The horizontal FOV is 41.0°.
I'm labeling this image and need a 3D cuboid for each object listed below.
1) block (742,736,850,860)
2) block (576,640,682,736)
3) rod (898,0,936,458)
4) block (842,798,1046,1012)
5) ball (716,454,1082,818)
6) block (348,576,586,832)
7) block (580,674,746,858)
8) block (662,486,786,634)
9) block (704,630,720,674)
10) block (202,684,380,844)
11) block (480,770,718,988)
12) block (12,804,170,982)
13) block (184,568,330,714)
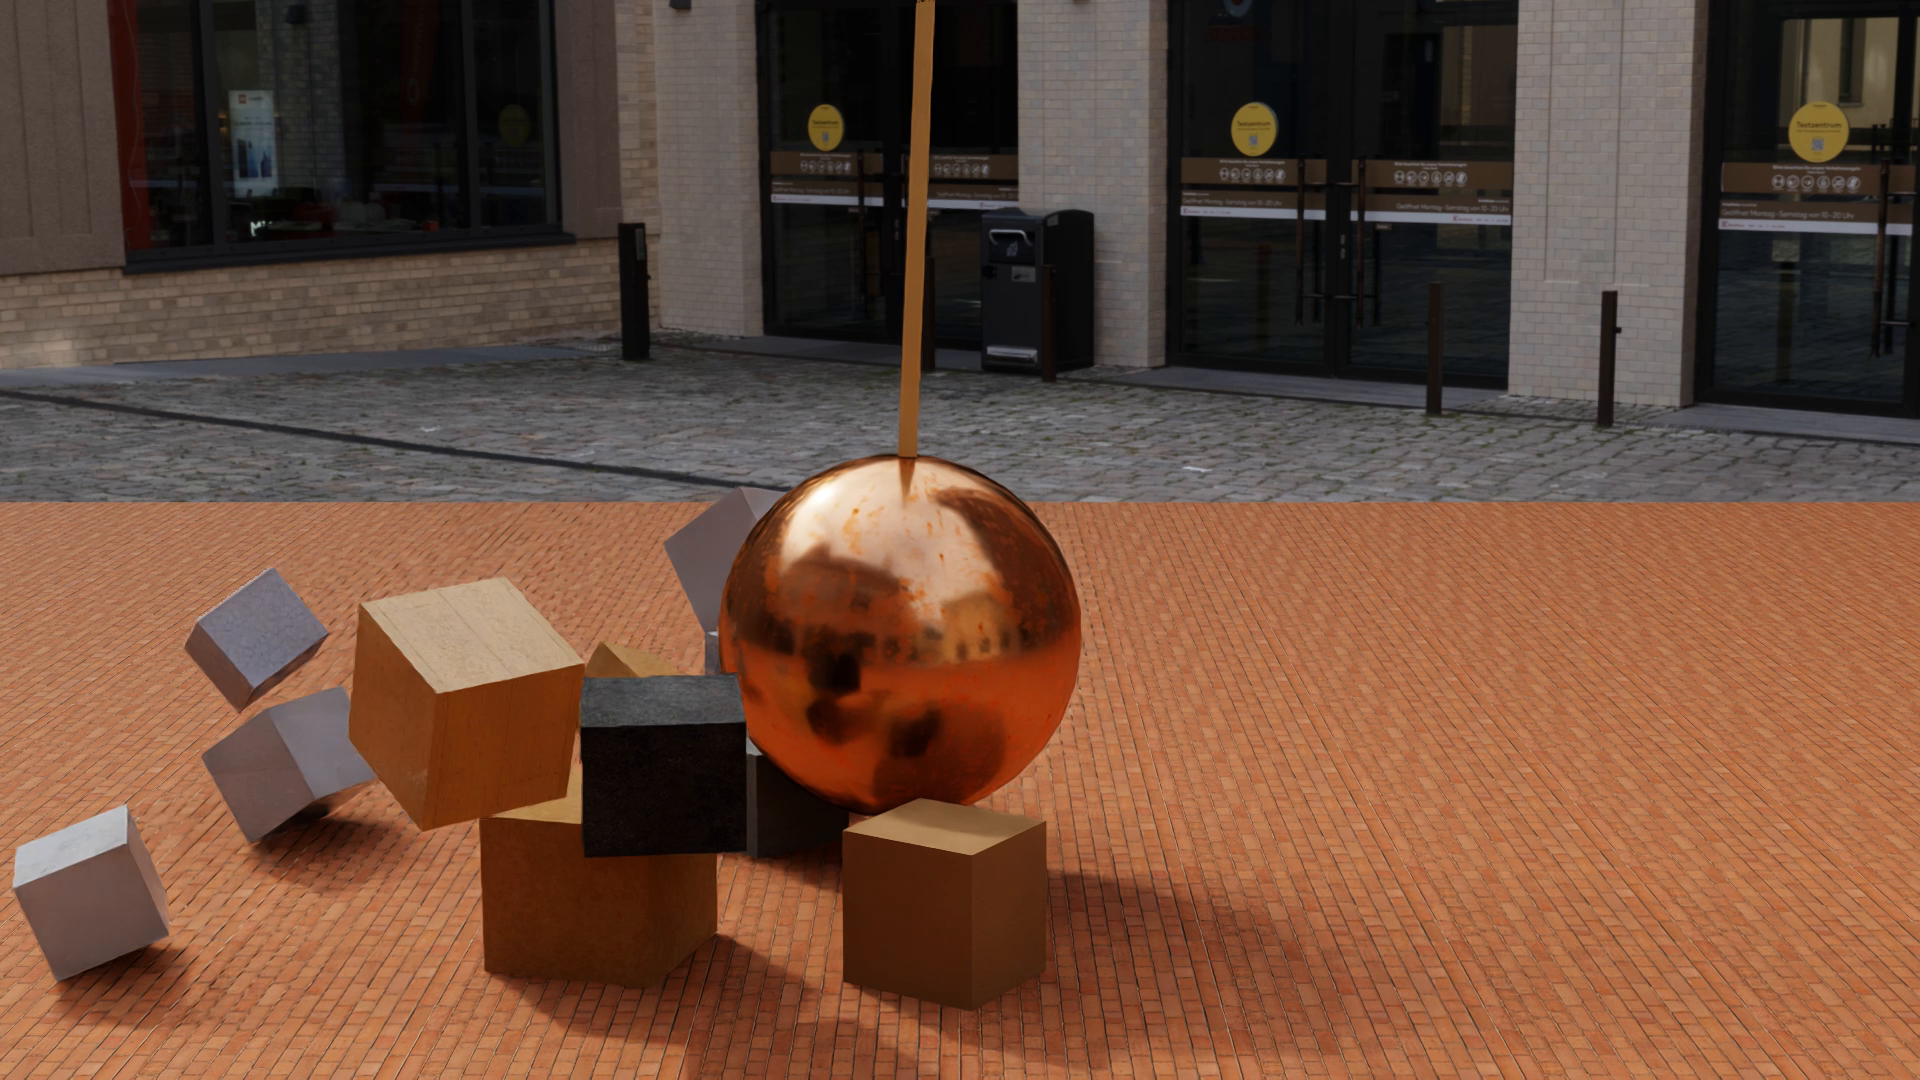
[{"bbox_3d":[-0.877,1.143,11.928,0.518,0.483,0.516,-8,13,-38],"label":"block"},{"bbox_3d":[-1.586,0.810,12.447,0.418,0.428,0.409,37,12,39],"label":"block"},{"bbox_3d":[-0.114,-2.922,10.649,0.080,5.200,0.080,2,10,0],"label":"rod"},{"bbox_3d":[-0.059,1.416,10.058,0.599,0.616,0.543,7,12,32],"label":"block"},{"bbox_3d":[-0.263,0.420,11.257,1.600,1.600,1.600,0,10,0],"label":"ball"},{"bbox_3d":[-1.809,0.587,9.367,0.584,0.593,0.620,-11,36,-36],"label":"block"},{"bbox_3d":[-1.138,0.857,9.821,0.607,0.518,0.551,-1,16,-8],"label":"block"},{"bbox_3d":[-1.045,0.132,13.126,0.548,0.570,0.577,-35,-19,23],"label":"block"},{"bbox_3d":[-0.748,0.836,12.815,0.711,0.770,0.749,9,14,42],"label":"block"},{"bbox_3d":[-3.090,1.042,11.952,0.465,0.475,0.553,-33,-6,25],"label":"block"},{"bbox_3d":[-1.445,1.350,10.349,0.711,0.640,0.710,3,11,16],"label":"block"},{"bbox_3d":[-3.463,1.402,10.239,0.453,0.427,0.466,-22,19,-12],"label":"block"},{"bbox_3d":[-3.434,0.492,12.514,0.458,0.417,0.460,-41,1,-31],"label":"block"}]
